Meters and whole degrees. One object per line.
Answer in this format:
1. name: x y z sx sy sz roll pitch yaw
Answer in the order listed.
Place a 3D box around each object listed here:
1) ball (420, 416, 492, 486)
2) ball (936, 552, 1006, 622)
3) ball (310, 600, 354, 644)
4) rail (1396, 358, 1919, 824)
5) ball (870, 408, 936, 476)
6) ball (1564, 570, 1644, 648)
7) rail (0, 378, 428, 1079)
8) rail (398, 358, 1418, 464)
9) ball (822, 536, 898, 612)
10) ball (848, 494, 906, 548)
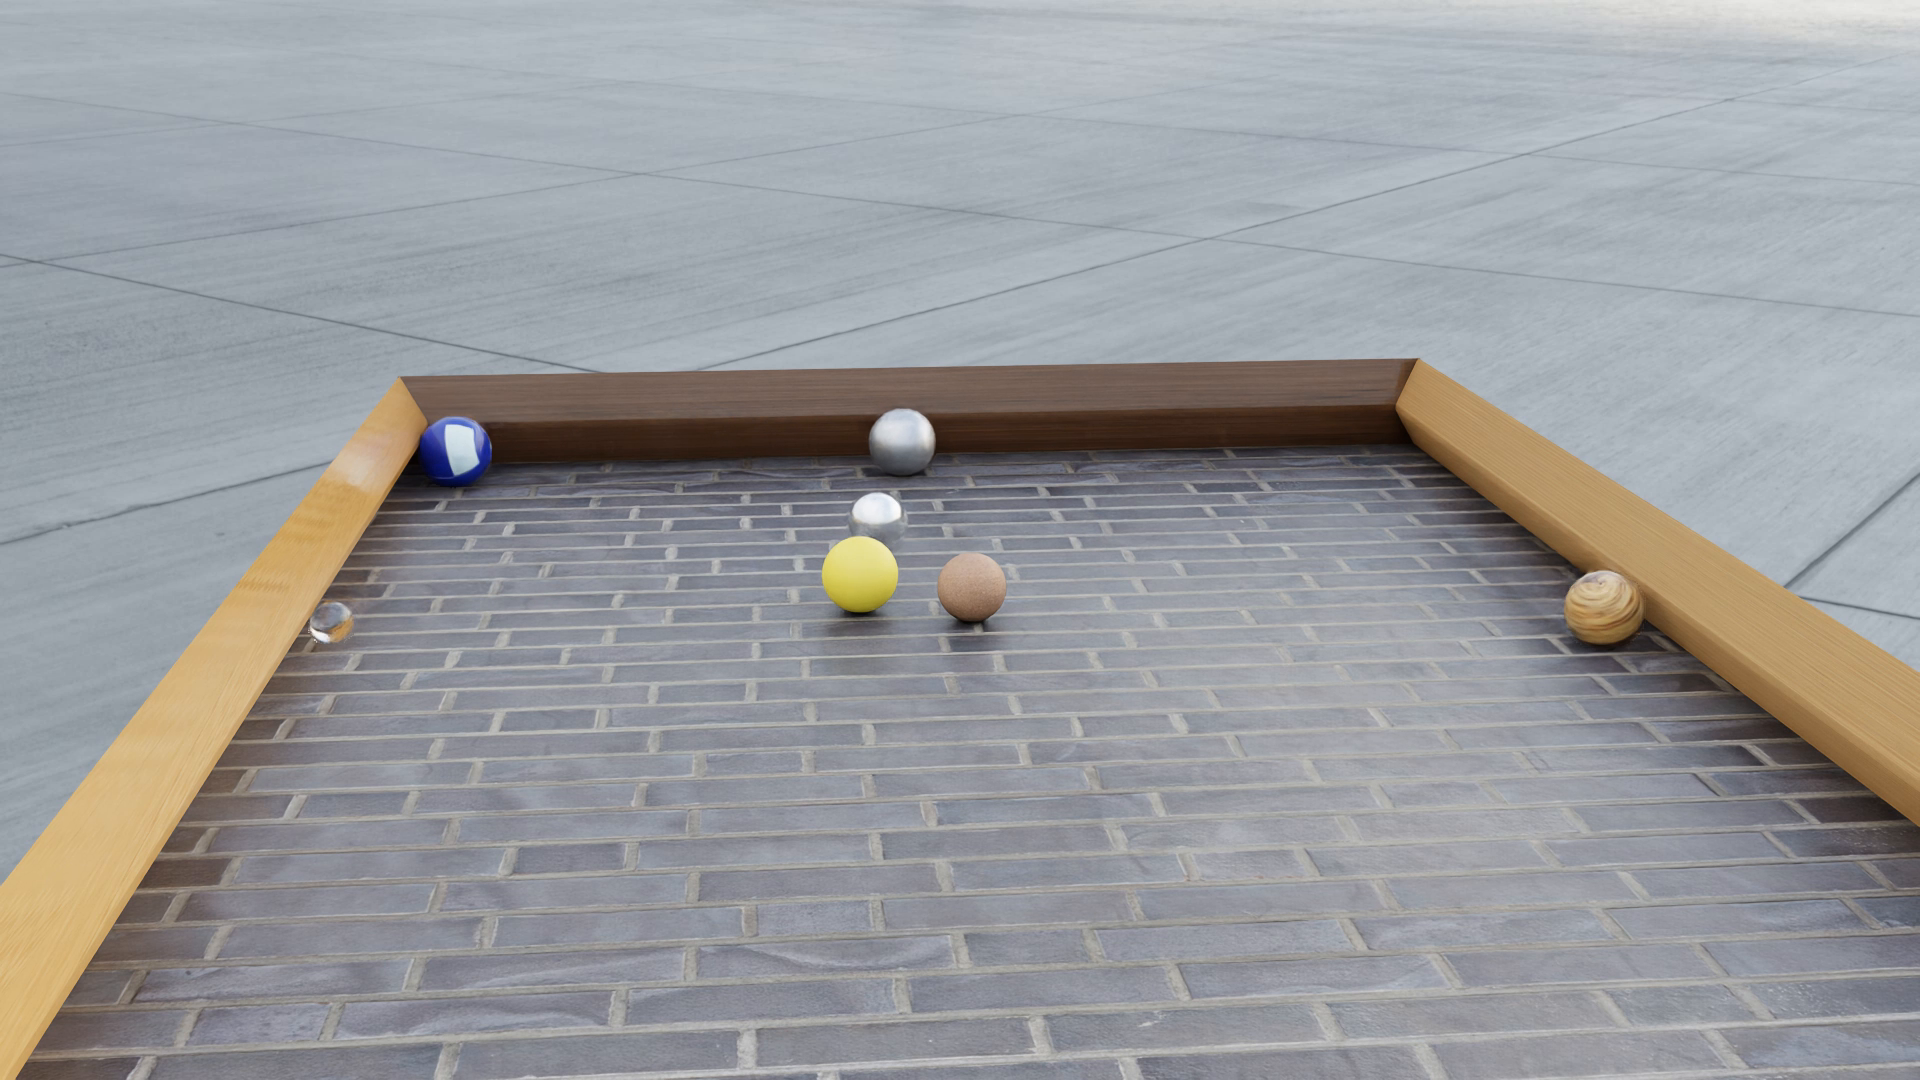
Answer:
1. ball: -0.699 -0.123 3.049 0.098 0.098 0.098 0 15 0
2. ball: 0.013 0.053 2.450 0.078 0.078 0.078 0 15 0
3. ball: -0.679 0.089 2.376 0.046 0.046 0.046 0 15 0
4. rail: 0.782 0.124 2.091 0.045 0.128 2.525 -1 15 -5
5. ball: -0.081 -0.139 3.114 0.095 0.095 0.095 0 15 0
6. ball: 0.690 0.075 2.357 0.084 0.084 0.084 0 15 0
7. rail: -0.663 0.160 1.959 0.045 0.128 2.525 -1 15 -5
8. rail: -0.057 -0.185 3.214 1.499 0.128 0.045 -1 15 -5
9. ball: -0.113 0.039 2.482 0.086 0.086 0.086 0 15 0
10. ball: -0.104 -0.023 2.735 0.071 0.071 0.071 0 15 0
